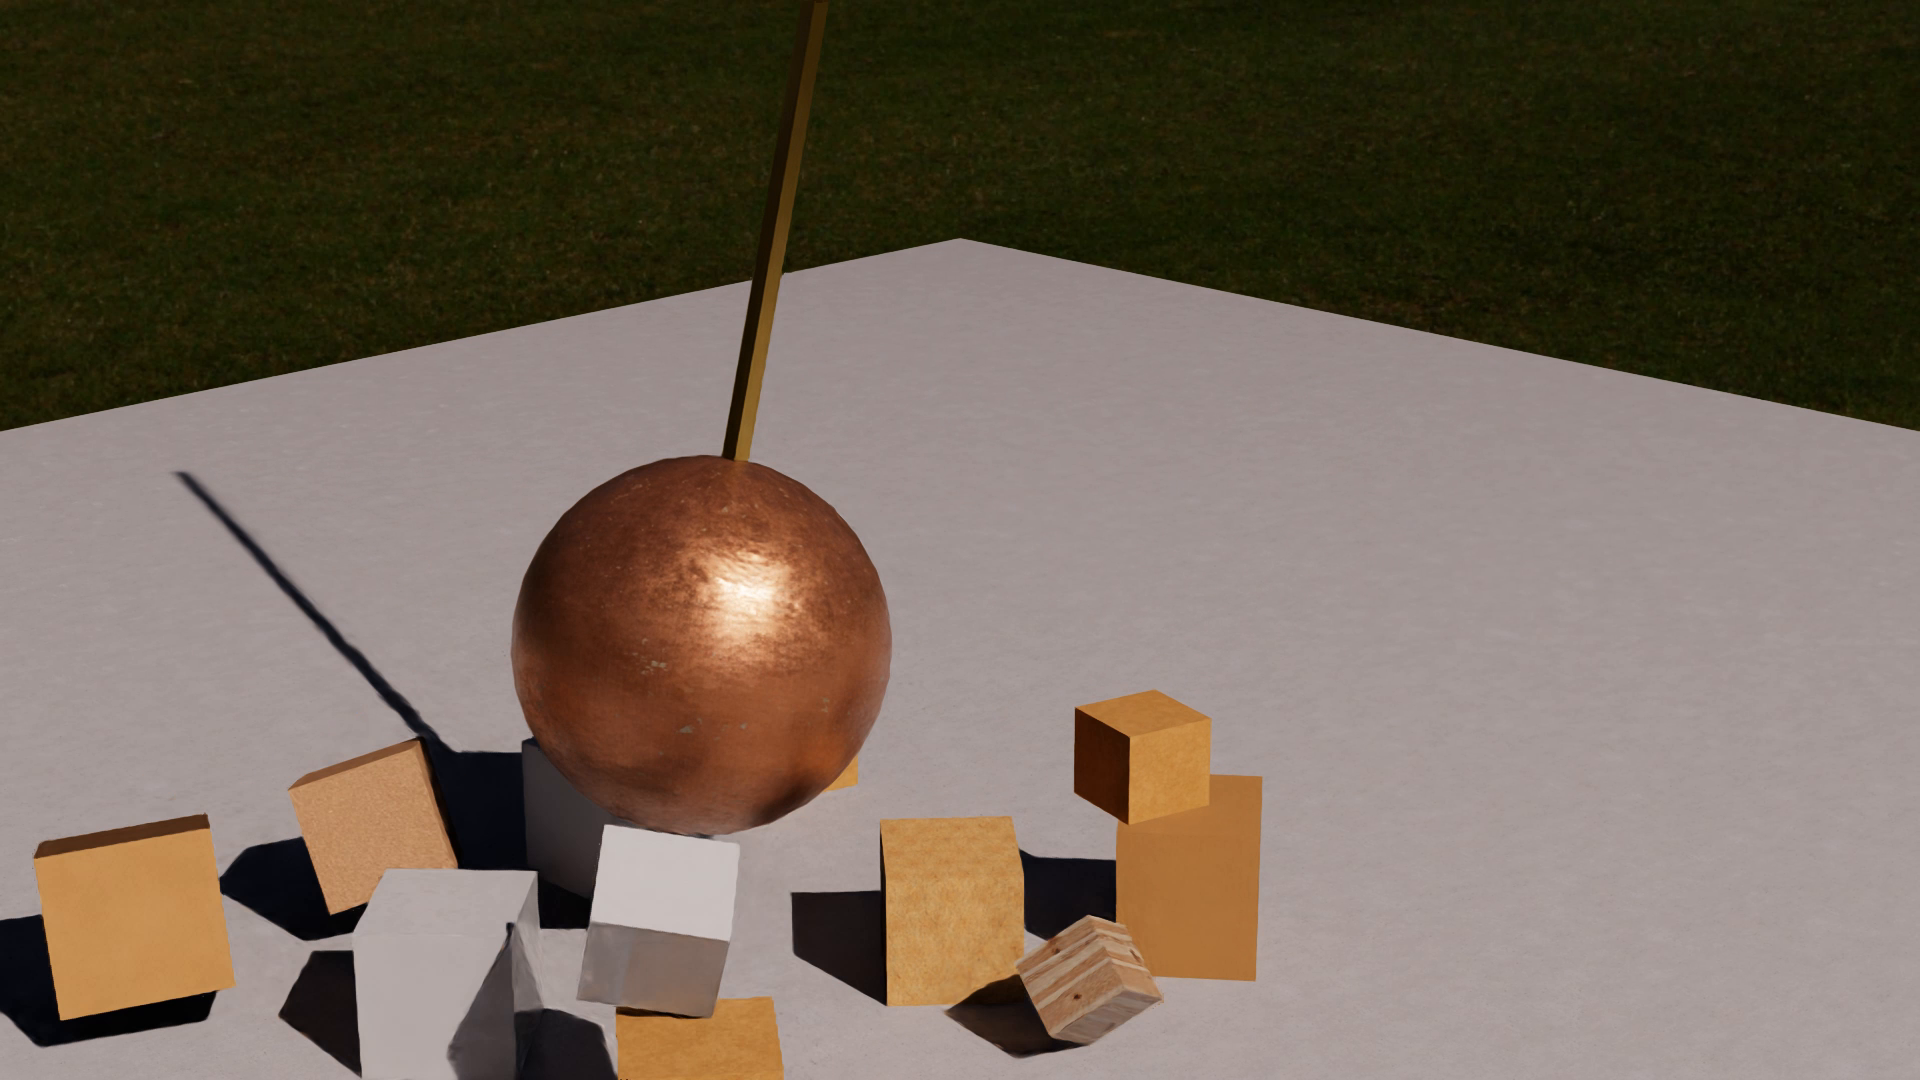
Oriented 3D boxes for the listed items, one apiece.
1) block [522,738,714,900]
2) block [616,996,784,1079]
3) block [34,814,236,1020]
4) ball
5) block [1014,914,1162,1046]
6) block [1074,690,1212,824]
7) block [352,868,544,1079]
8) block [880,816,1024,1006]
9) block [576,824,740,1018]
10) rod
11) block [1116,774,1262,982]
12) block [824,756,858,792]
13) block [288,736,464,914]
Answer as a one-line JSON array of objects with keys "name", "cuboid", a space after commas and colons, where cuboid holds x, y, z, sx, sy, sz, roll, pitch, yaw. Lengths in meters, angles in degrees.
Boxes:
[{"name": "block", "cuboid": [-1.556, 1.222, 13.375, 0.638, 0.649, 0.578, 15, 23, 40]}, {"name": "block", "cuboid": [-0.954, 2.083, 10.758, 0.584, 0.574, 0.590, -2, 18, -7]}, {"name": "block", "cuboid": [-3.374, 1.527, 12.005, 0.682, 0.648, 0.746, -9, 2, -15]}, {"name": "ball", "cuboid": [-1.085, 0.443, 12.344, 1.600, 1.600, 1.600, 0, 17, 0]}, {"name": "block", "cuboid": [0.513, 1.760, 11.713, 0.370, 0.341, 0.372, -35, -26, 15]}, {"name": "block", "cuboid": [0.779, 0.925, 12.555, 0.419, 0.395, 0.414, -10, 20, -30]}, {"name": "block", "cuboid": [-2.044, 1.738, 11.771, 0.617, 0.625, 0.627, 0, 17, 1]}, {"name": "block", "cuboid": [-0.040, 1.565, 12.414, 0.568, 0.571, 0.640, -1, 17, -4]}, {"name": "block", "cuboid": [-1.109, 1.404, 10.778, 0.504, 0.475, 0.448, 9, 44, -7]}, {"name": "rod", "cuboid": [-0.470, -2.877, 11.945, 0.080, 5.200, 0.080, 17, 9, 42]}, {"name": "block", "cuboid": [0.991, 1.442, 12.662, 0.599, 0.656, 0.686, 2, 18, 6]}, {"name": "block", "cuboid": [-0.919, 0.850, 14.540, 0.586, 0.660, 0.666, -9, 20, -27]}, {"name": "block", "cuboid": [-2.548, 1.239, 12.839, 0.555, 0.565, 0.623, -18, 3, -6]}]
